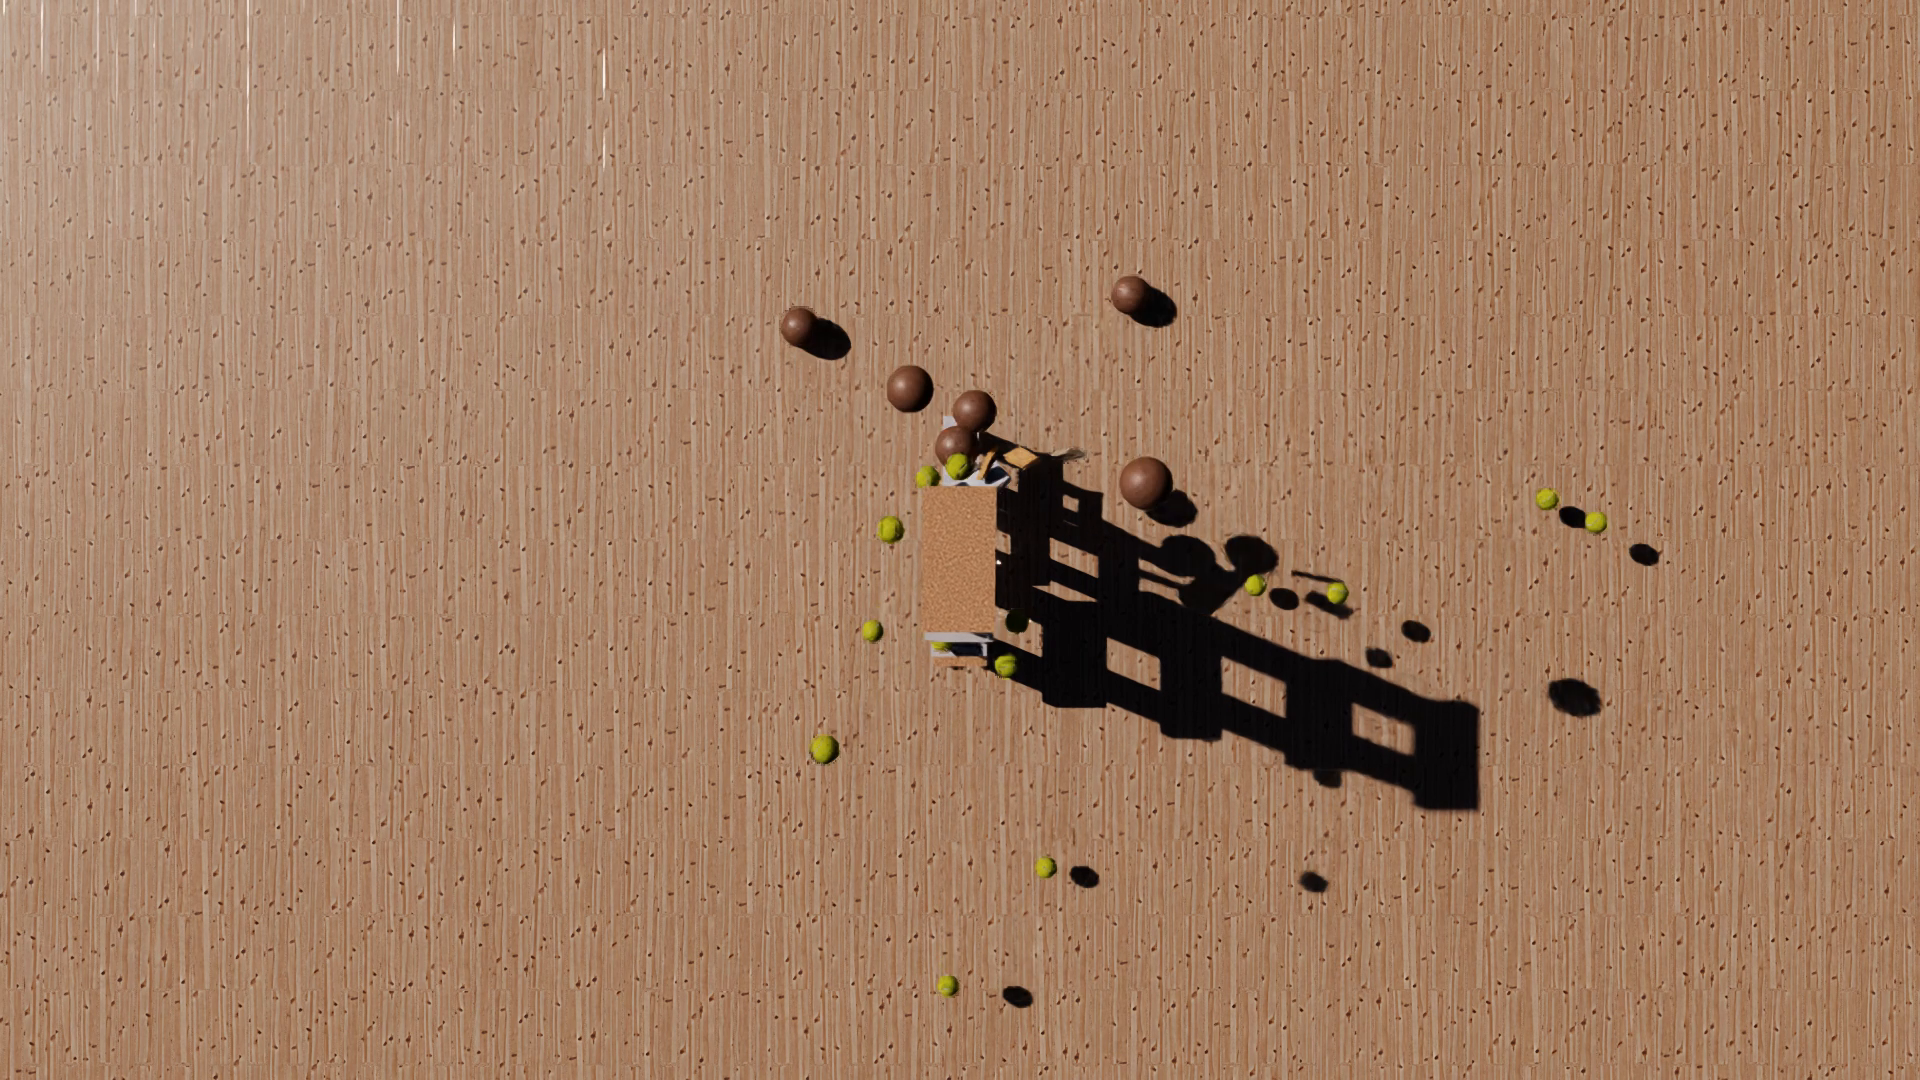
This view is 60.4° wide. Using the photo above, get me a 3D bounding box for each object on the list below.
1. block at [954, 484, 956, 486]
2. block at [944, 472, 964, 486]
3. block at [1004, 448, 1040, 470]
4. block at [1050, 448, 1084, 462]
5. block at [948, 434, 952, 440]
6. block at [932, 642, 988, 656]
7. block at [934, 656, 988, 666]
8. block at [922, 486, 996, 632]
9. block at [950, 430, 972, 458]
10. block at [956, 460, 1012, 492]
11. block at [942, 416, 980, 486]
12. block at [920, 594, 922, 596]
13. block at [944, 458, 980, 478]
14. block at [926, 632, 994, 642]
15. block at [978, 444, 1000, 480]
[{"bbox_3d":[0.015,-0.136,4.893,0.087,0.175,0.025,20,86,-7],"label":"block"},{"bbox_3d":[0.003,-0.097,5.001,0.107,0.030,0.214,0,90,0],"label":"block"},{"bbox_3d":[0.170,-0.222,4.496,0.053,0.105,0.015,-28,120,-18],"label":"block"},{"bbox_3d":[0.303,-0.241,4.659,0.053,0.105,0.015,13,81,-23],"label":"block"},{"bbox_3d":[-0.001,-0.320,5.165,0.064,0.129,0.018,-1,89,1],"label":"block"},{"bbox_3d":[-0.002,0.175,4.770,0.162,0.046,0.323,0,90,0],"label":"block"},{"bbox_3d":[0.002,0.224,5.139,0.168,0.048,0.337,0,90,0],"label":"block"},{"bbox_3d":[-0.002,0.046,3.963,0.176,0.050,0.351,1,89,0],"label":"block"},{"bbox_3d":[0.003,-0.275,5.089,0.064,0.018,0.129,3,91,-4],"label":"block"},{"bbox_3d":[0.053,-0.153,4.762,0.175,0.025,0.087,-36,57,-6],"label":"block"},{"bbox_3d":[0.003,-0.277,5.247,0.118,0.033,0.236,0,90,0],"label":"block"},{"bbox_3d":[-0.004,0.161,4.164,0.175,0.351,0.050,-4,86,0],"label":"block"},{"bbox_3d":[0.013,-0.215,4.942,0.087,0.272,0.025,3,100,-9],"label":"block"},{"bbox_3d":[0.000,0.089,4.366,0.178,0.050,0.356,1,90,0],"label":"block"},{"bbox_3d":[0.082,-0.221,4.707,0.015,0.053,0.105,33,131,10],"label":"block"}]
